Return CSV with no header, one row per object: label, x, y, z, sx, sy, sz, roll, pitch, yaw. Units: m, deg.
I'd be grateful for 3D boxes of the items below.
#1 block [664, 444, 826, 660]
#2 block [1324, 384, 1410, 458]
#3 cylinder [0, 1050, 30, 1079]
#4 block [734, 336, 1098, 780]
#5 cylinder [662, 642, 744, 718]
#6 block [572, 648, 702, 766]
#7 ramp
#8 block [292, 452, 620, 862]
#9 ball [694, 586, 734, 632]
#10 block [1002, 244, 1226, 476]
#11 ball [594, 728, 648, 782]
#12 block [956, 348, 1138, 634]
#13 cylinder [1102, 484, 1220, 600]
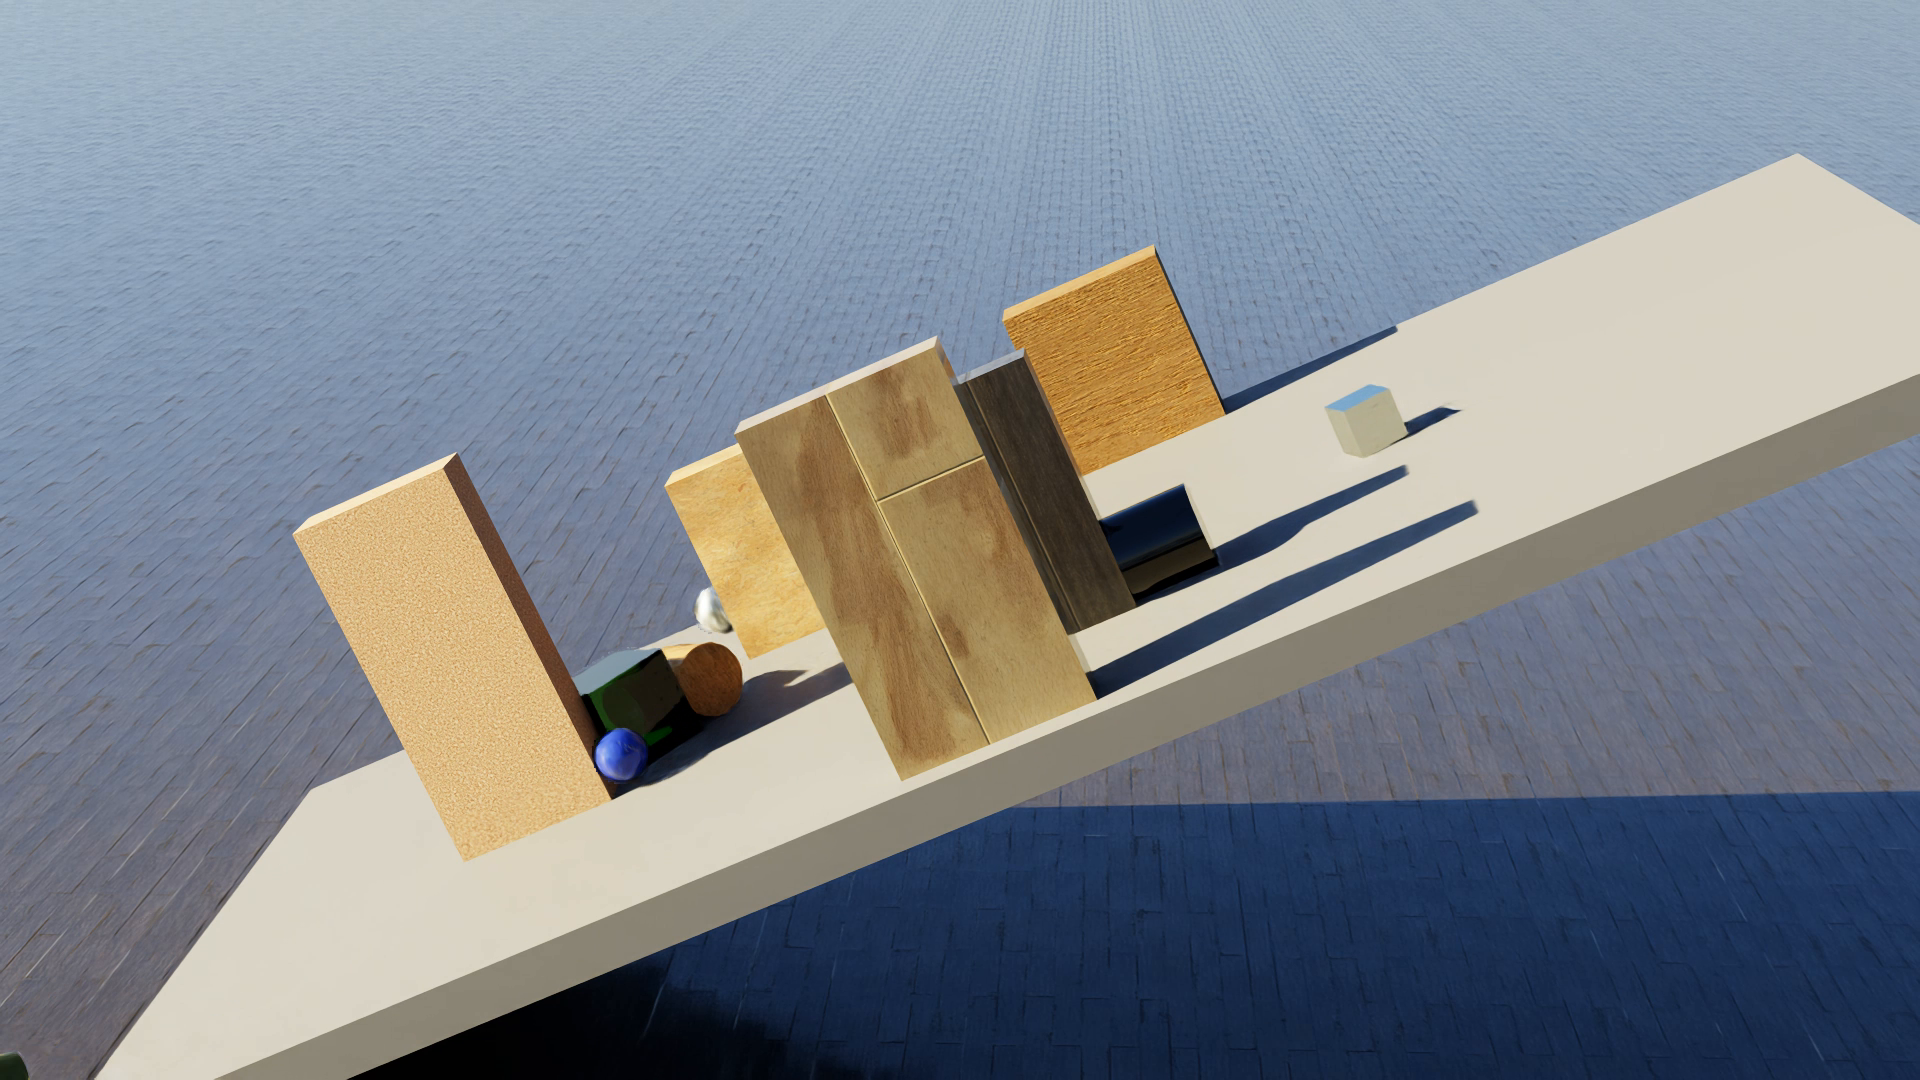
block,-0.435,0.000,6.777,0.310,0.451,0.138,-23,13,9
block,0.849,-0.248,6.141,0.110,0.110,0.110,-27,13,-9
cylinder,-1.948,1.110,5.873,0.145,0.145,0.145,-11,19,-36
block,-0.075,0.038,5.352,0.393,0.716,0.102,-23,13,9
cylinder,-0.589,0.310,6.480,0.162,0.162,0.162,-11,3,-35
block,-0.731,0.377,6.384,0.204,0.204,0.204,-33,15,-32
ramp,0.133,0.170,6.284,4.000,0.100,2.000,-23,13,9
block,-1.048,0.249,6.172,0.350,0.784,0.139,-23,13,9
ball,-0.585,0.167,7.145,0.116,0.116,0.116,0,15,0
block,0.369,-0.426,7.039,0.392,0.422,0.141,-23,13,9
ball,-0.709,0.450,6.165,0.113,0.113,0.113,0,15,0
block,0.109,-0.067,5.802,0.283,0.551,0.089,-23,13,9
cylinder,0.398,0.003,5.830,0.178,0.178,0.178,-24,13,8
